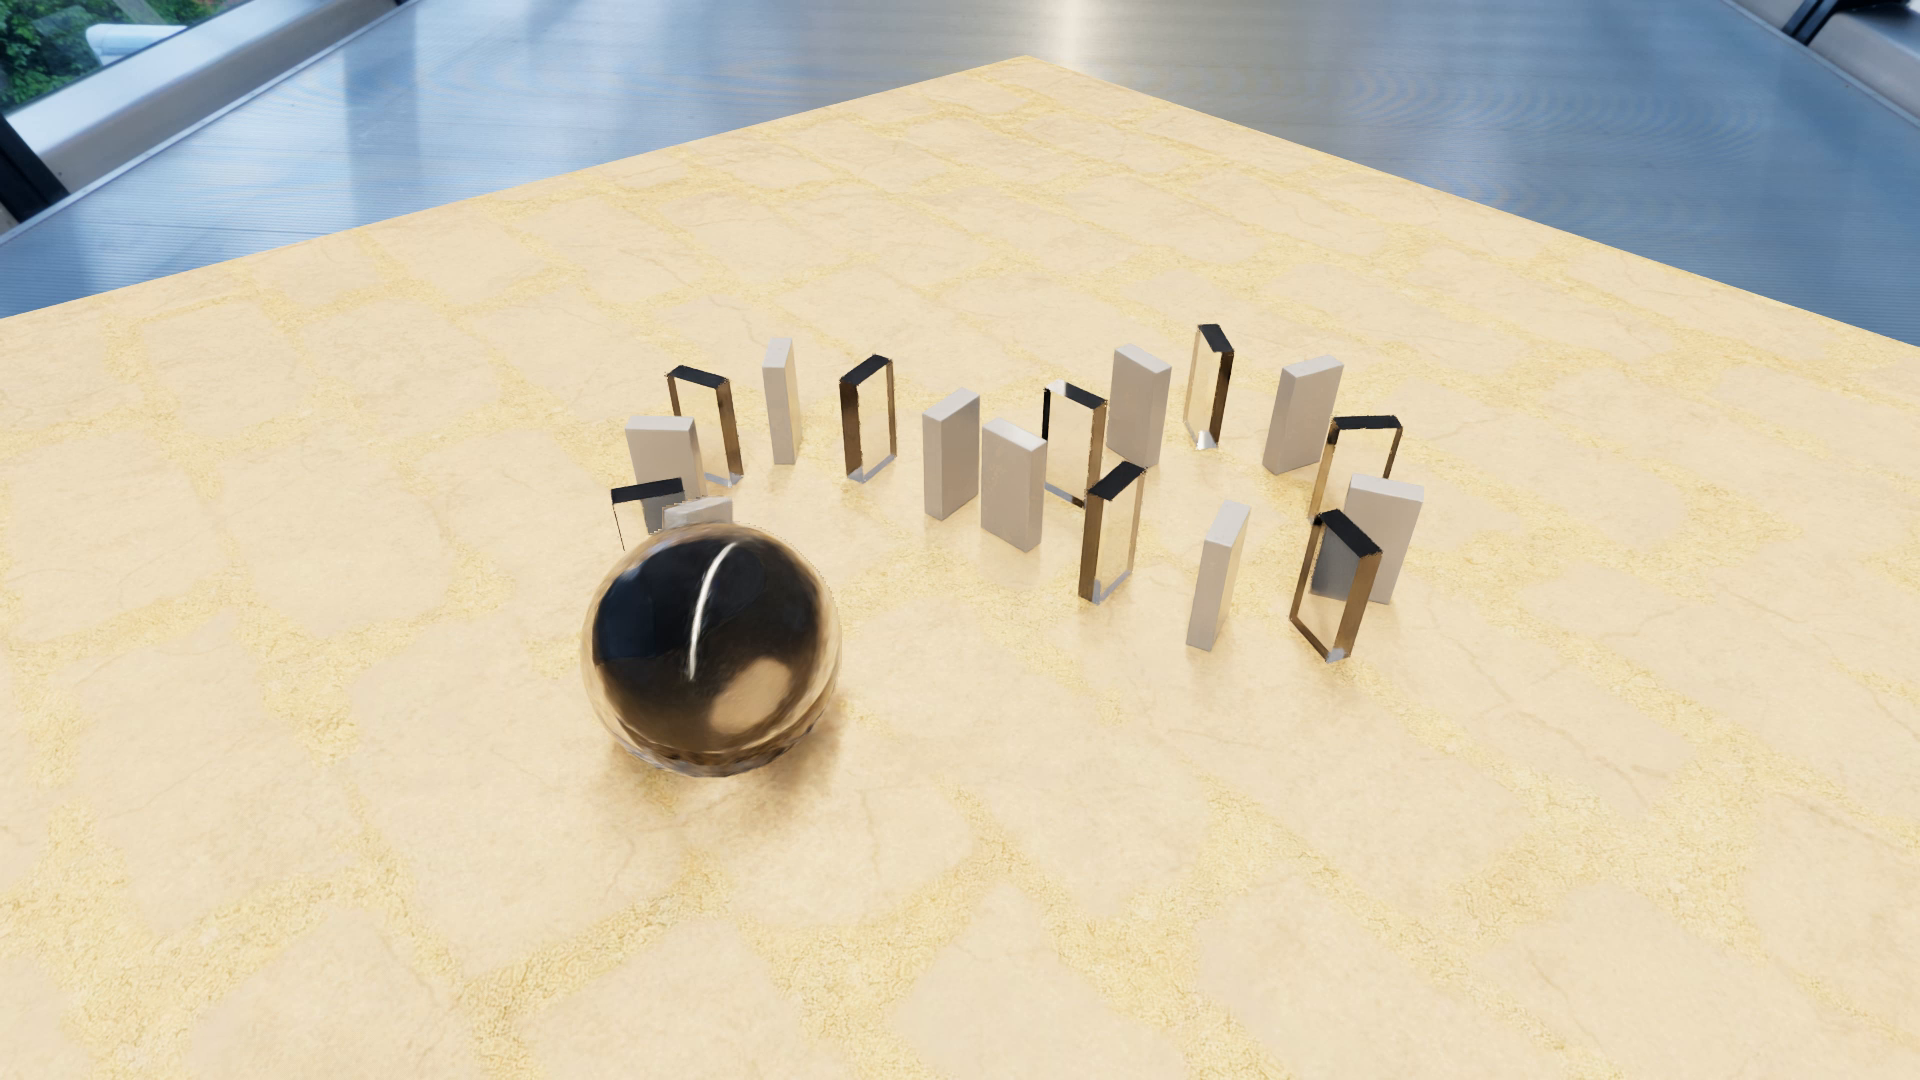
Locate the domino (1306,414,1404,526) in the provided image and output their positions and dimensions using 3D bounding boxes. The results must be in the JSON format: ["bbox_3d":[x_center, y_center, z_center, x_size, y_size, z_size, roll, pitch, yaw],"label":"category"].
[{"bbox_3d":[0.159,-0.026,0.444,0.025,0.050,0.009,-2,39,-2],"label":"domino"}]

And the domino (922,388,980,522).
[{"bbox_3d":[-0.003,-0.035,0.454,0.010,0.050,0.025,27,47,29],"label":"domino"}]

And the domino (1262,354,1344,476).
[{"bbox_3d":[0.148,-0.054,0.477,0.025,0.050,0.010,-17,42,-19],"label":"domino"}]

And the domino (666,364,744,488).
[{"bbox_3d":[-0.109,-0.048,0.470,0.025,0.050,0.009,18,43,20],"label":"domino"}]

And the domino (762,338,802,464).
[{"bbox_3d":[-0.078,-0.061,0.486,0.009,0.050,0.025,1,39,1],"label":"domino"}]

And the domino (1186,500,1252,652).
[{"bbox_3d":[0.093,0.013,0.395,0.010,0.050,0.025,18,42,20],"label":"domino"}]

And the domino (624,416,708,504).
[{"bbox_3d":[-0.117,-0.026,0.444,0.025,0.050,0.009,2,39,2],"label":"domino"}]

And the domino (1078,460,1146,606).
[{"bbox_3d":[0.057,-0.002,0.414,0.010,0.050,0.025,26,46,28],"label":"domino"}]

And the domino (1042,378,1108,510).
[{"bbox_3d":[0.047,-0.040,0.460,0.025,0.050,0.009,30,48,32],"label":"domino"}]

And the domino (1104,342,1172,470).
[{"bbox_3d":[0.078,-0.058,0.482,0.009,0.050,0.025,-26,46,-28],"label":"domino"}]

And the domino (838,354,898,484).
[{"bbox_3d":[-0.039,-0.052,0.475,0.009,0.050,0.025,23,44,25],"label":"domino"}]

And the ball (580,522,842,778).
[{"bbox_3d":[-0.078,0.034,0.346,0.080,0.080,0.080,0,39,0],"label":"ball"}]

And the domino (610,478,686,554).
[{"bbox_3d":[-0.112,0.002,0.410,0.025,0.050,0.009,-11,41,-13],"label":"domino"}]

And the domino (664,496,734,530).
[{"bbox_3d":[-0.092,0.012,0.392,0.010,0.050,0.025,8,16,27],"label":"domino"}]

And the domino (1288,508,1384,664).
[{"bbox_3d":[0.133,0.017,0.391,0.009,0.050,0.025,-14,41,-16],"label":"domino"}]

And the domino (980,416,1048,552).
[{"bbox_3d":[0.021,-0.022,0.438,0.025,0.050,0.009,31,48,32],"label":"domino"}]

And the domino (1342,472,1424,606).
[{"bbox_3d":[0.154,0.000,0.411,0.025,0.050,0.010,13,41,15],"label":"domino"}]

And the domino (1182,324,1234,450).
[{"bbox_3d":[0.112,-0.069,0.496,0.009,0.050,0.025,-4,40,-5],"label":"domino"}]
